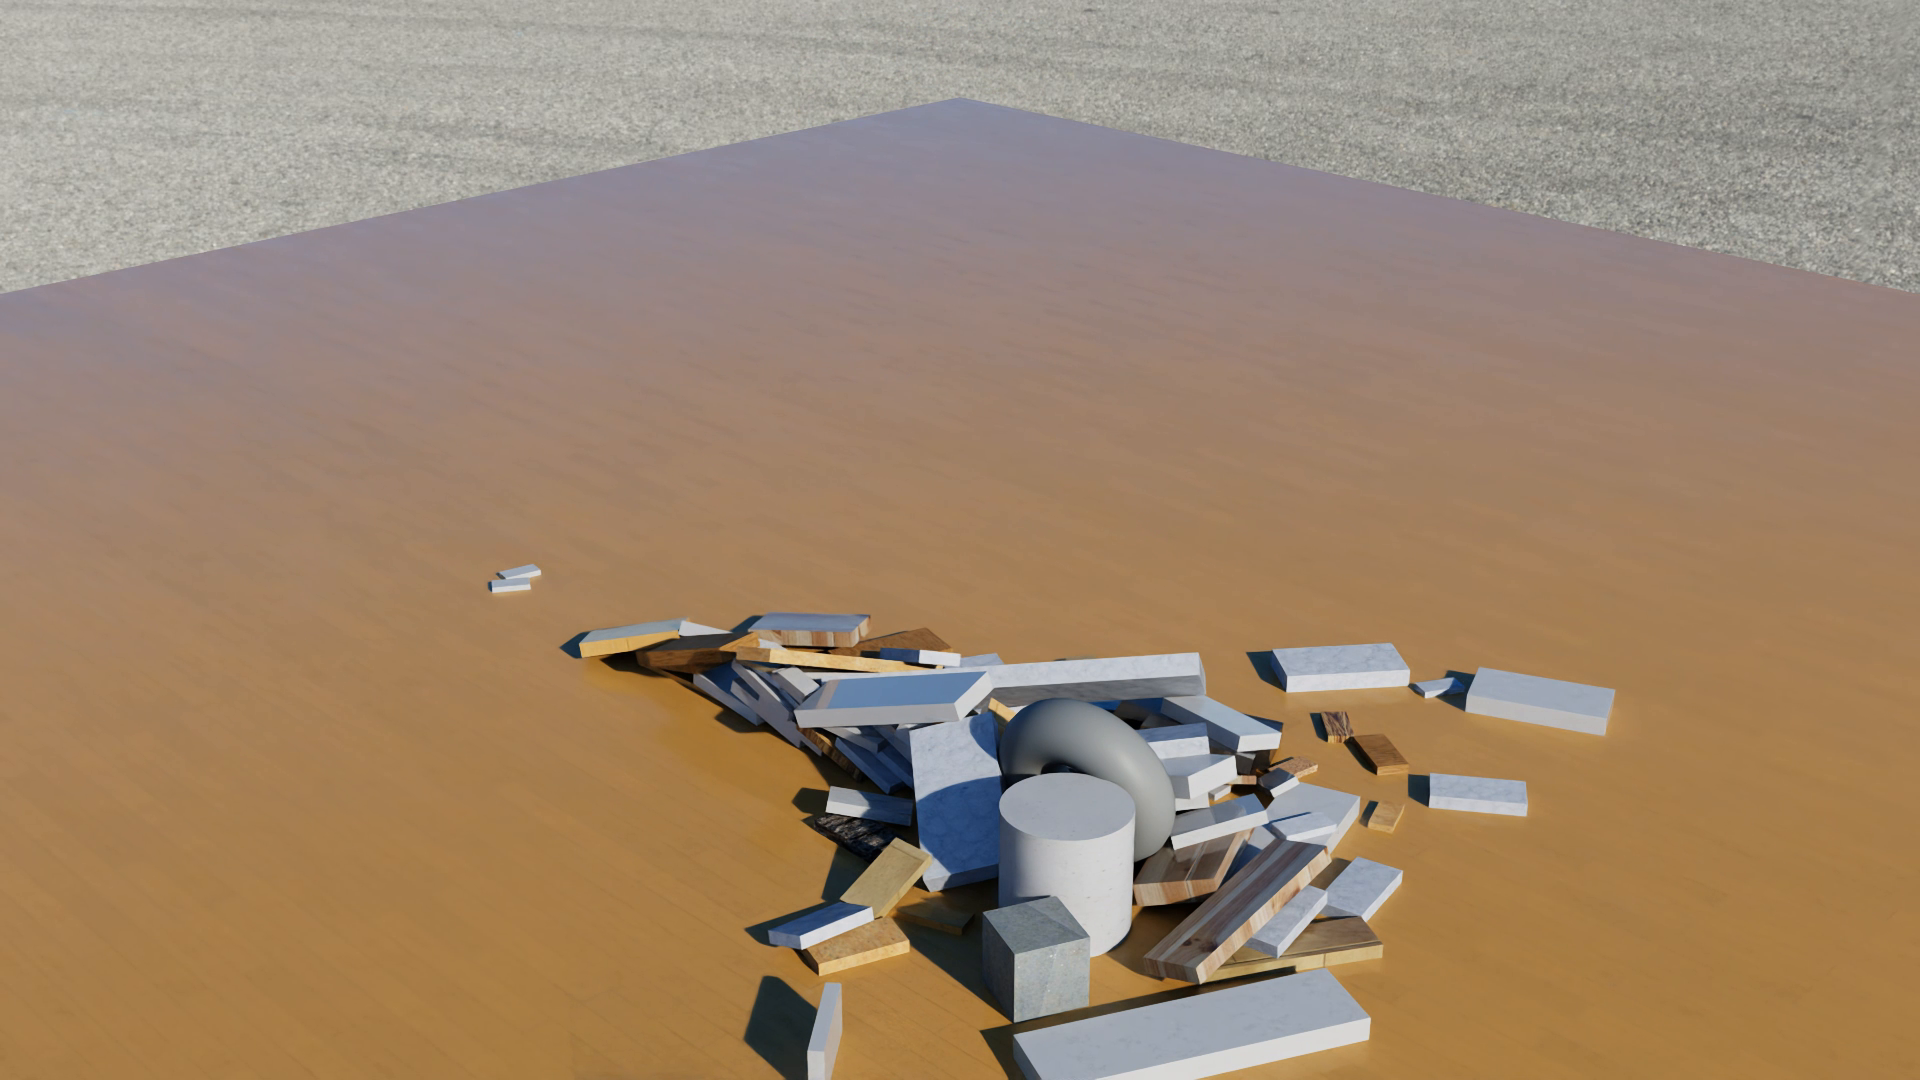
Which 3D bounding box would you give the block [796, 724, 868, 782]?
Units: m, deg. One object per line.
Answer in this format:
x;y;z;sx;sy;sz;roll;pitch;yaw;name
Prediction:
-0.241;0.427;4.644;0.201;0.028;0.100;37;40;29;block

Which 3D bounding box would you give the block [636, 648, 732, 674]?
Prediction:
-0.625;0.263;5.002;0.112;0.032;0.224;-21;17;-41;block

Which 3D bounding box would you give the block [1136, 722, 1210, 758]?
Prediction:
0.373;0.411;4.415;0.249;0.035;0.125;-7;7;5;block

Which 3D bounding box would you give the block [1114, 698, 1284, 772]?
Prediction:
0.505;0.403;4.688;0.340;0.048;0.170;12;18;15;block

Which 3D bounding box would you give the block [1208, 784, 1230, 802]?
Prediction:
0.501;0.506;4.548;0.106;0.015;0.053;20;30;39;block

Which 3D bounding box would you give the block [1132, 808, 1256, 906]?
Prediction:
0.453;0.601;4.215;0.159;0.045;0.319;-8;16;23;block

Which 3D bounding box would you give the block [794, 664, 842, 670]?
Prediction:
-0.320;0.272;4.905;0.100;0.028;0.201;2;-3;40;block

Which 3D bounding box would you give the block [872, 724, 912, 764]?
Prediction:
-0.053;0.425;4.553;0.269;0.038;0.135;43;39;18;block

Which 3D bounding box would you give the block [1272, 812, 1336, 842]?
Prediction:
0.673;0.562;4.306;0.113;0.016;0.057;-10;25;-22;block

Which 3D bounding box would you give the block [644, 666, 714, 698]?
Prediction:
-0.593;0.321;4.987;0.349;0.013;0.046;19;30;38;block

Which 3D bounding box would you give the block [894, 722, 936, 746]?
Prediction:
0.019;0.432;4.461;0.283;0.040;0.142;36;38;11;block

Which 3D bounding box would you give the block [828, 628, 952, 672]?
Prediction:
-0.161;0.269;5.080;0.258;0.037;0.129;-12;26;-27;block

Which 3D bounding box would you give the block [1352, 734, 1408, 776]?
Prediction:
0.892;0.454;4.665;0.069;0.020;0.139;-5;23;-11;block

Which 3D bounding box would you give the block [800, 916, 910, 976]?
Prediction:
-0.191;0.736;3.993;0.177;0.025;0.089;-11;25;-24;block

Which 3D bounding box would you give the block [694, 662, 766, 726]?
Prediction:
-0.480;0.334;4.892;0.112;0.032;0.224;-20;35;-40;block

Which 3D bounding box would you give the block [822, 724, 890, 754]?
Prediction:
-0.217;0.386;4.594;0.170;0.024;0.085;23;32;27;block

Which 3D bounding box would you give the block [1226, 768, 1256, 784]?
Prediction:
0.580;0.487;4.534;0.060;0.017;0.121;0;1;8;block

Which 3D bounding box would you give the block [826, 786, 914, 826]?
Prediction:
-0.181;0.534;4.418;0.170;0.024;0.085;10;14;-2;block

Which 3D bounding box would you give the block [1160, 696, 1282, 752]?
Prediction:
0.544;0.382;4.600;0.119;0.034;0.238;0;16;-38;block

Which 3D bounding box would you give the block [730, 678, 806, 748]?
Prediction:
-0.383;0.360;4.793;0.224;0.032;0.112;36;39;29;block

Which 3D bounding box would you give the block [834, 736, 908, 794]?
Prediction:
-0.173;0.456;4.581;0.085;0.024;0.170;-21;49;-41;block

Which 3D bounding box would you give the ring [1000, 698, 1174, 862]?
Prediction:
0.242;0.467;4.225;0.378;0.378;0.126;16;44;33;ring

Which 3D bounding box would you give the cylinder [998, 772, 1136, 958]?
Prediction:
0.194;0.596;4.039;0.247;0.247;0.247;0;23;0;cylinder

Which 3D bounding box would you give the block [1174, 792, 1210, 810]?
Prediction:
0.422;0.487;4.434;0.150;0.042;0.300;-7;7;6;block

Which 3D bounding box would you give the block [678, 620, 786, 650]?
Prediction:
-0.516;0.238;5.055;0.236;0.033;0.118;12;-11;17;block

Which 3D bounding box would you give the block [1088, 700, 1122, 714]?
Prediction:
0.329;0.368;4.868;0.138;0.020;0.069;3;23;7;block

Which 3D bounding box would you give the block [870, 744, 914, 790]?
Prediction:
-0.095;0.467;4.555;0.170;0.024;0.085;38;40;28;block

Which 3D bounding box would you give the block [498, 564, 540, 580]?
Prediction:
-1.110;0.084;5.546;0.093;0.013;0.046;-15;27;-31;block

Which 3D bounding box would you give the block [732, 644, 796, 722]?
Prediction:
-0.393;0.308;4.755;0.100;0.028;0.201;-19;46;-39;block

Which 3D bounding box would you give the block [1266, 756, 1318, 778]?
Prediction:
0.696;0.482;4.608;0.099;0.014;0.050;-16;28;-33;block

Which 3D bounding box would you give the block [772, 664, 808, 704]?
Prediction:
-0.344;0.307;4.668;0.058;0.016;0.115;-15;38;-37;block

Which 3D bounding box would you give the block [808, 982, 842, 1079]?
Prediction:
-0.224;0.835;3.669;0.027;0.097;0.194;2;23;5;block

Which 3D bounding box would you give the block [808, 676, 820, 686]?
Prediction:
-0.329;0.325;4.793;0.095;0.048;0.014;33;38;26;block

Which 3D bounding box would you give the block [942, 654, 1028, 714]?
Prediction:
0.059;0.335;4.923;0.135;0.038;0.269;-7;24;-16;block

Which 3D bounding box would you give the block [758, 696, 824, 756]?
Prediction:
-0.329;0.380;4.728;0.201;0.028;0.100;37;39;29;block

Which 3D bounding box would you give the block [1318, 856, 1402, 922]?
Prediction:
0.755;0.665;4.160;0.094;0.027;0.189;15;27;31;block
